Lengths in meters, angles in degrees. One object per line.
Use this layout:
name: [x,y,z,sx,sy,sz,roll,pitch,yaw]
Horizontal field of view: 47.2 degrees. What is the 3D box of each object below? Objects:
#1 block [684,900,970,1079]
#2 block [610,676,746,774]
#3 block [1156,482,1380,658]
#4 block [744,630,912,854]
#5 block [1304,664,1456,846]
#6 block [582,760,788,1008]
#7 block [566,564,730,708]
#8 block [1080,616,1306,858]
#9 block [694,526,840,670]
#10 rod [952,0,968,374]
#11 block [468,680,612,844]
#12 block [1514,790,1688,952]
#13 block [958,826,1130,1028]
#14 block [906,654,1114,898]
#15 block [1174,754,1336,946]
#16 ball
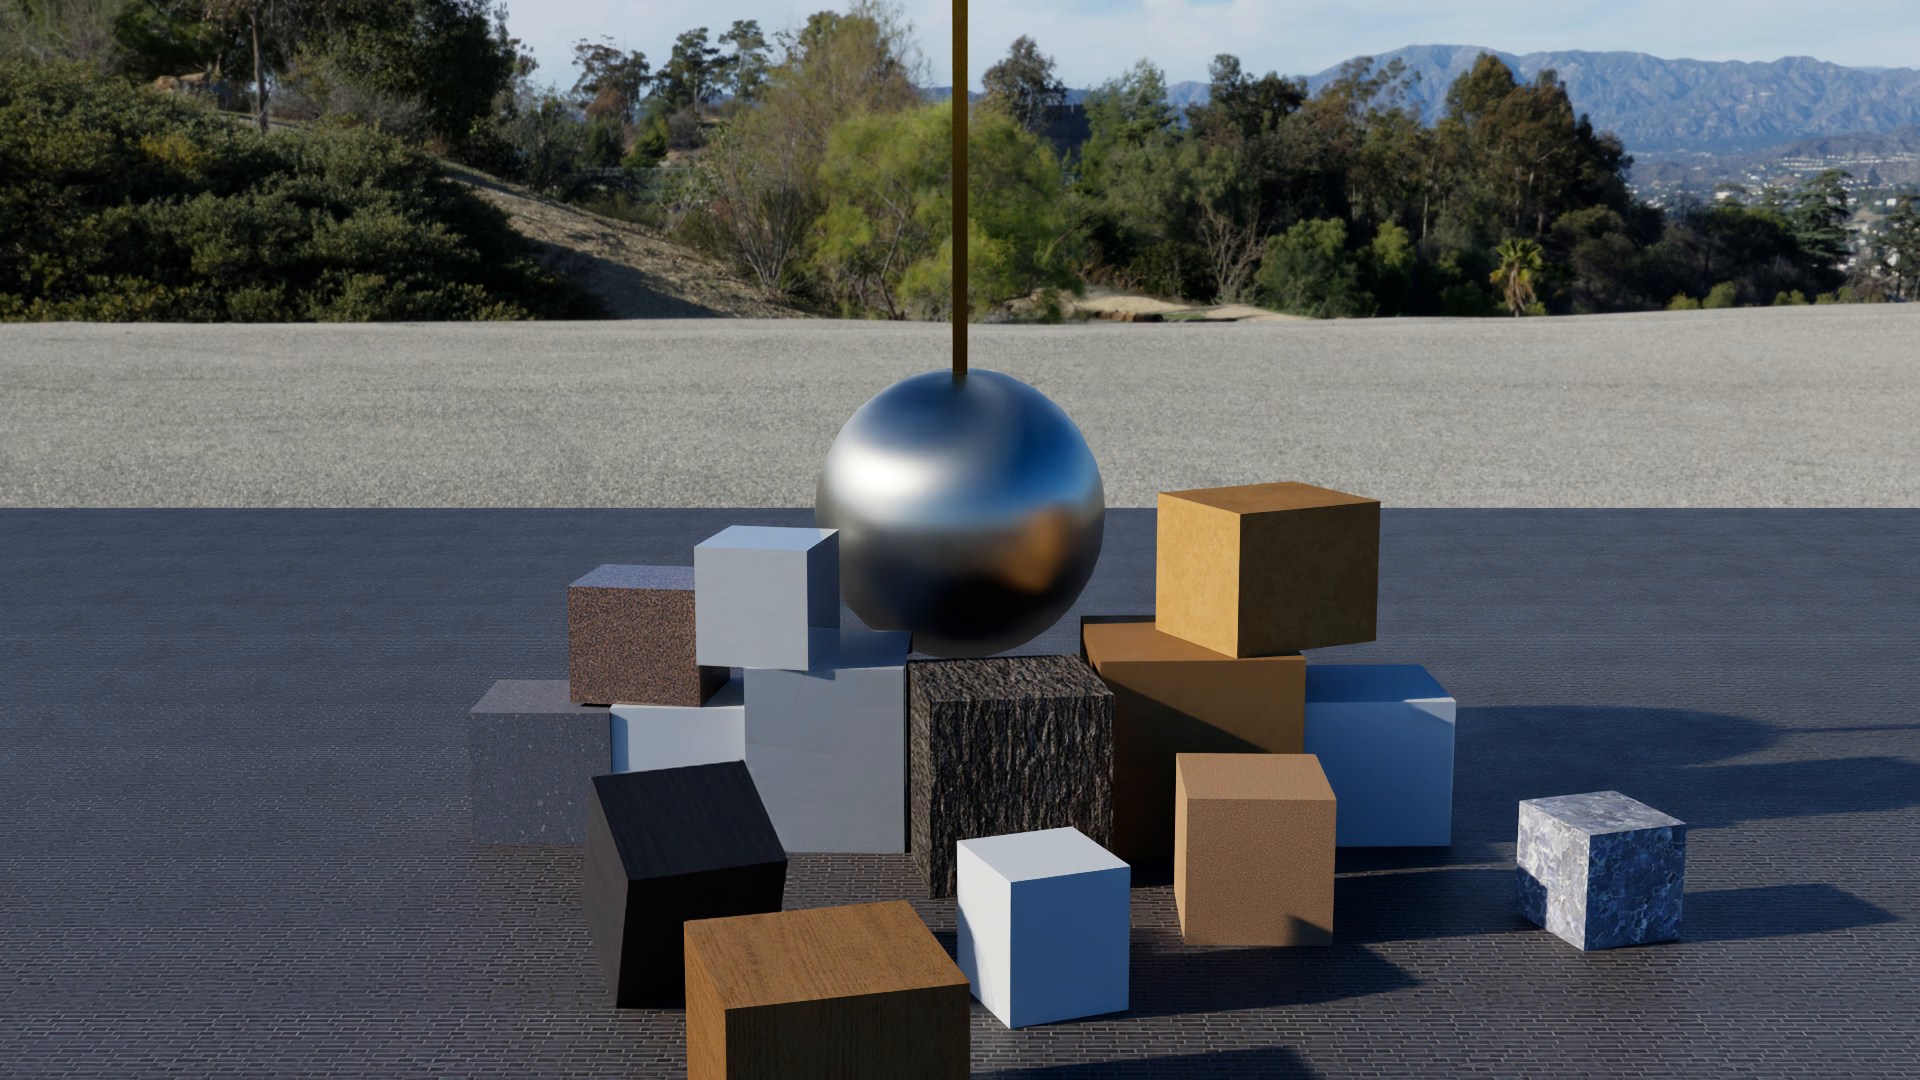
block: [-0.484,1.786,7.751,0.833,0.712,0.857,-3,11,-16]
block: [-1.396,1.129,11.381,0.687,0.707,0.667,0,10,2]
block: [1.562,0.134,11.215,0.847,0.717,0.741,-5,12,-27]
block: [-0.658,1.020,11.325,0.788,0.941,0.869,0,10,2]
block: [2.071,1.104,11.398,0.785,0.749,0.790,0,10,-1]
block: [-1.166,1.430,9.201,0.658,0.692,0.652,-4,35,-22]
block: [-1.587,0.483,11.282,0.674,0.600,0.586,2,10,9]
block: [1.167,0.988,11.328,1.008,1.003,1.051,0,10,-2]
block: [-0.963,0.282,11.085,0.572,0.596,0.618,2,11,11]
rod: [0.000,-3.360,10.972,0.080,5.200,0.080,0,19,0]
block: [-2.100,1.140,11.383,0.707,0.684,0.683,0,10,1]
block: [2.885,1.483,9.929,0.504,0.530,0.542,-4,11,-19]
block: [0.339,1.591,9.103,0.529,0.613,0.563,-4,11,-22]
block: [0.227,1.129,10.701,0.872,0.951,0.849,-2,10,-9]
block: [1.330,1.396,10.014,0.651,0.670,0.726,0,10,2]
ball: [0.000,-0.147,12.083,1.600,1.600,1.600,0,10,0]
